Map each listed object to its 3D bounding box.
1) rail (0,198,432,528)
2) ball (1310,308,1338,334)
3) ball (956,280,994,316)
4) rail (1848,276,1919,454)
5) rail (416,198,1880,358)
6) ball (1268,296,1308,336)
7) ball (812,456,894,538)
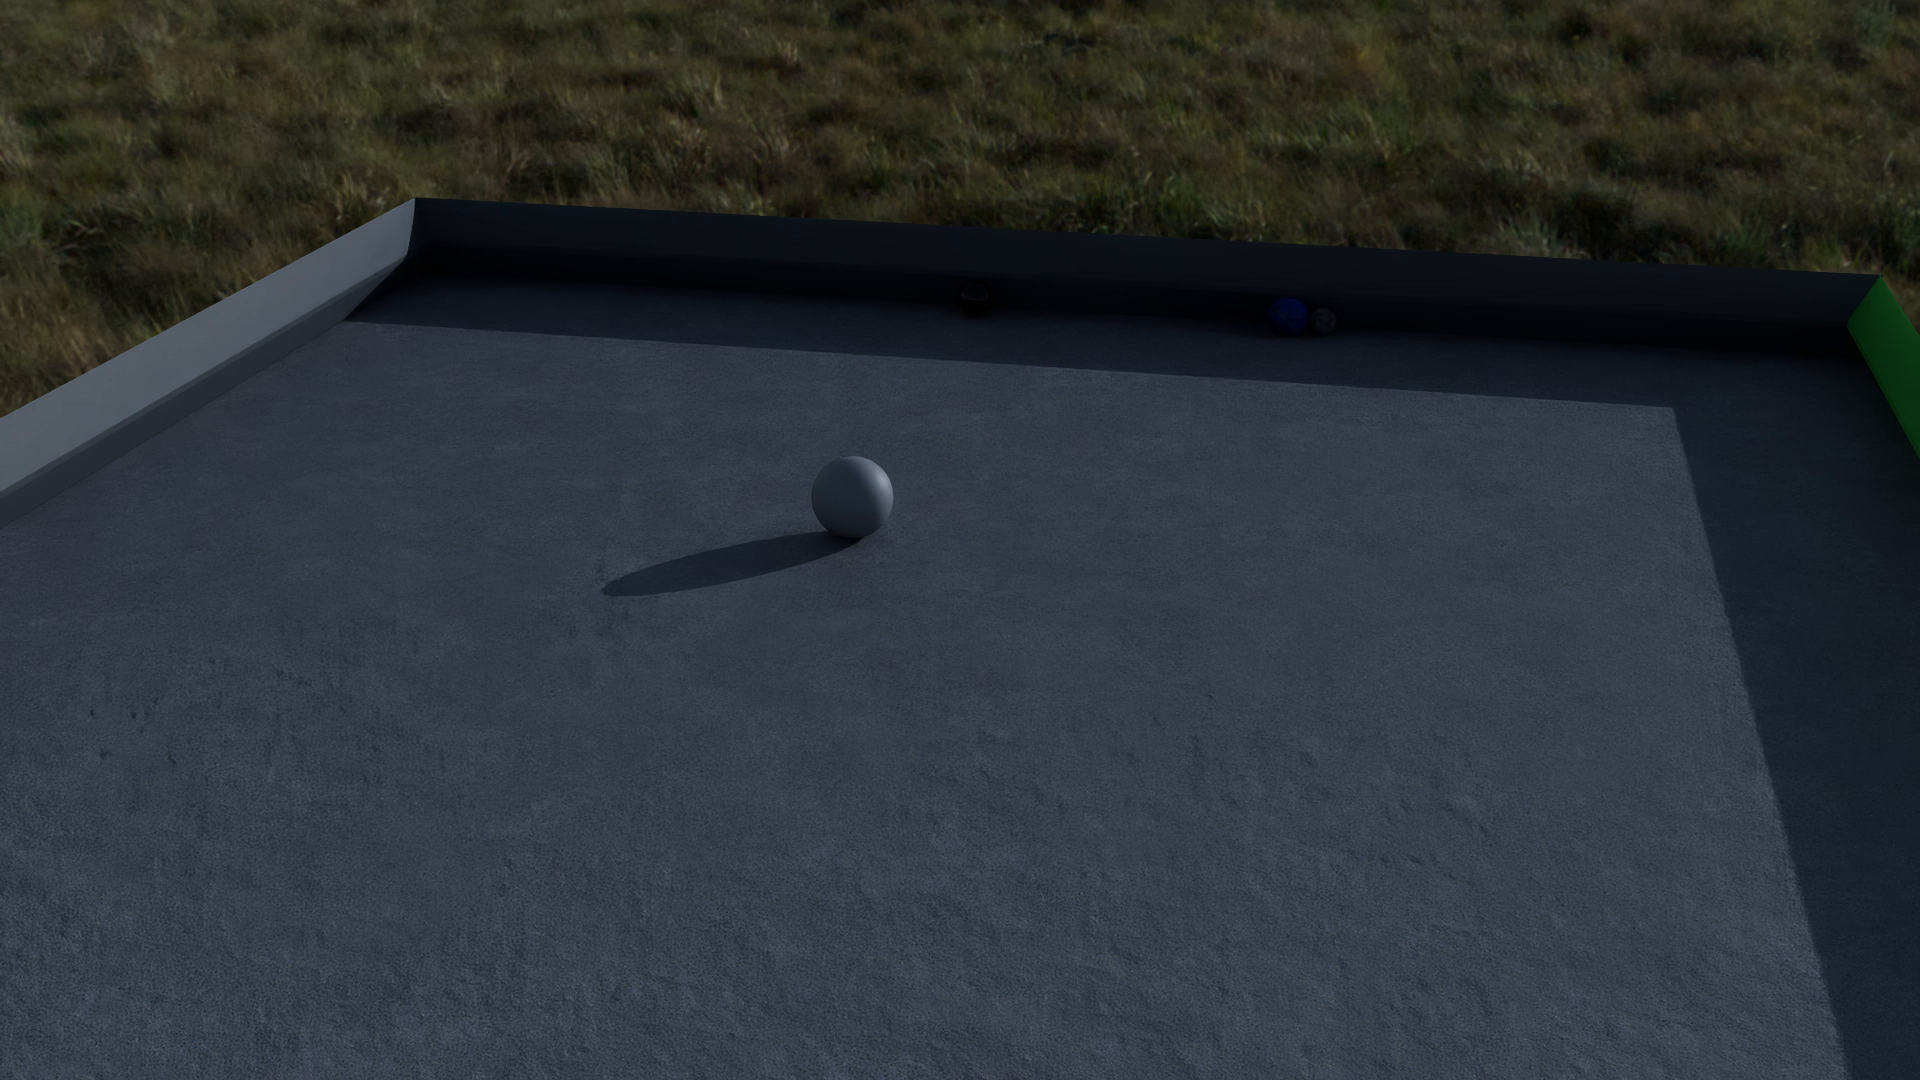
[{"bbox_3d":[-1.345,0.276,1.806,0.045,0.129,4.268,5,23,11],"label":"rail"},{"bbox_3d":[0.565,-0.341,3.422,0.043,0.043,0.043,0,22,0],"label":"ball"},{"bbox_3d":[0.024,-0.386,3.511,0.059,0.059,0.059,0,22,0],"label":"ball"},{"bbox_3d":[0.899,0.459,1.363,0.045,0.129,4.268,5,23,11],"label":"rail"},{"bbox_3d":[0.218,-0.418,3.493,2.342,0.129,0.045,5,23,11],"label":"rail"},{"bbox_3d":[0.509,-0.347,3.411,0.063,0.063,0.063,0,22,0],"label":"ball"},{"bbox_3d":[-0.129,-0.051,2.644,0.099,0.099,0.099,0,22,0],"label":"ball"}]
